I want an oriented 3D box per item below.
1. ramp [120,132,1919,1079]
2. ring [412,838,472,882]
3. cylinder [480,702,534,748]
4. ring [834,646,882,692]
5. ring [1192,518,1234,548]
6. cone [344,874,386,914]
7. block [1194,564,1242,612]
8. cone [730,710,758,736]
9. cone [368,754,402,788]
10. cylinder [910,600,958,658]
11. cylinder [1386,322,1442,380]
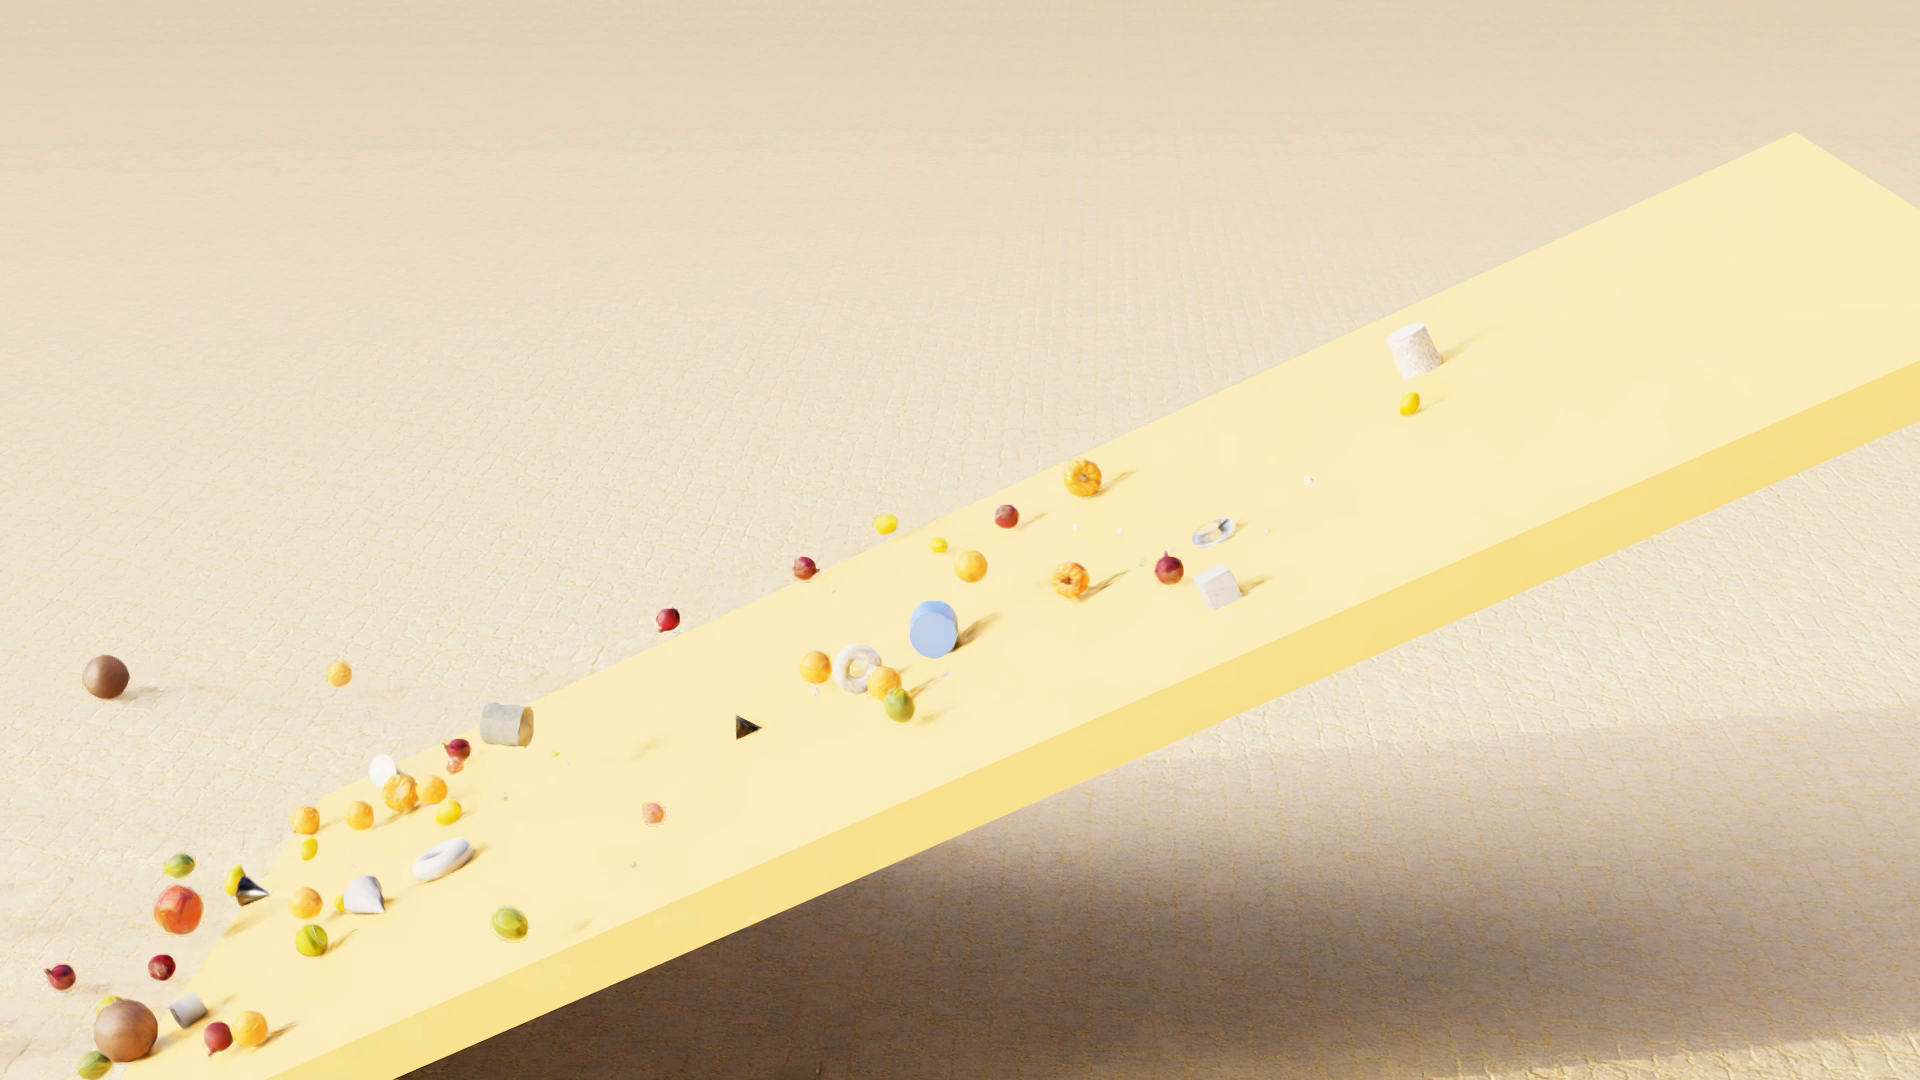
[{"bbox_3d":[0.136,0.169,6.282,4.000,0.100,2.000,-24,13,9],"label":"ramp"},{"bbox_3d":[-1.116,0.689,6.342,0.140,0.047,0.140,-24,13,6],"label":"ring"},{"bbox_3d":[-0.981,0.401,6.376,0.090,0.090,0.090,5,17,14],"label":"cylinder"},{"bbox_3d":[-0.212,0.268,6.114,0.106,0.106,0.035,-6,34,-20],"label":"ring"},{"bbox_3d":[0.514,-0.014,5.976,0.095,0.032,0.095,-25,15,7],"label":"ring"},{"bbox_3d":[-1.251,0.776,6.274,0.094,0.094,0.094,-14,31,-40],"label":"cone"},{"bbox_3d":[0.488,0.090,5.564,0.060,0.060,0.060,-28,13,-5],"label":"block"},{"bbox_3d":[-0.448,0.398,6.235,0.057,0.057,0.057,23,6,-24],"label":"cone"},{"bbox_3d":[-1.423,0.578,7.371,0.082,0.082,0.082,8,0,26],"label":"cone"},{"bbox_3d":[-0.055,0.186,6.142,0.099,0.099,0.099,0,15,0],"label":"cylinder"},{"bbox_3d":[0.996,-0.415,6.460,0.094,0.094,0.094,-25,13,6],"label":"cylinder"}]
